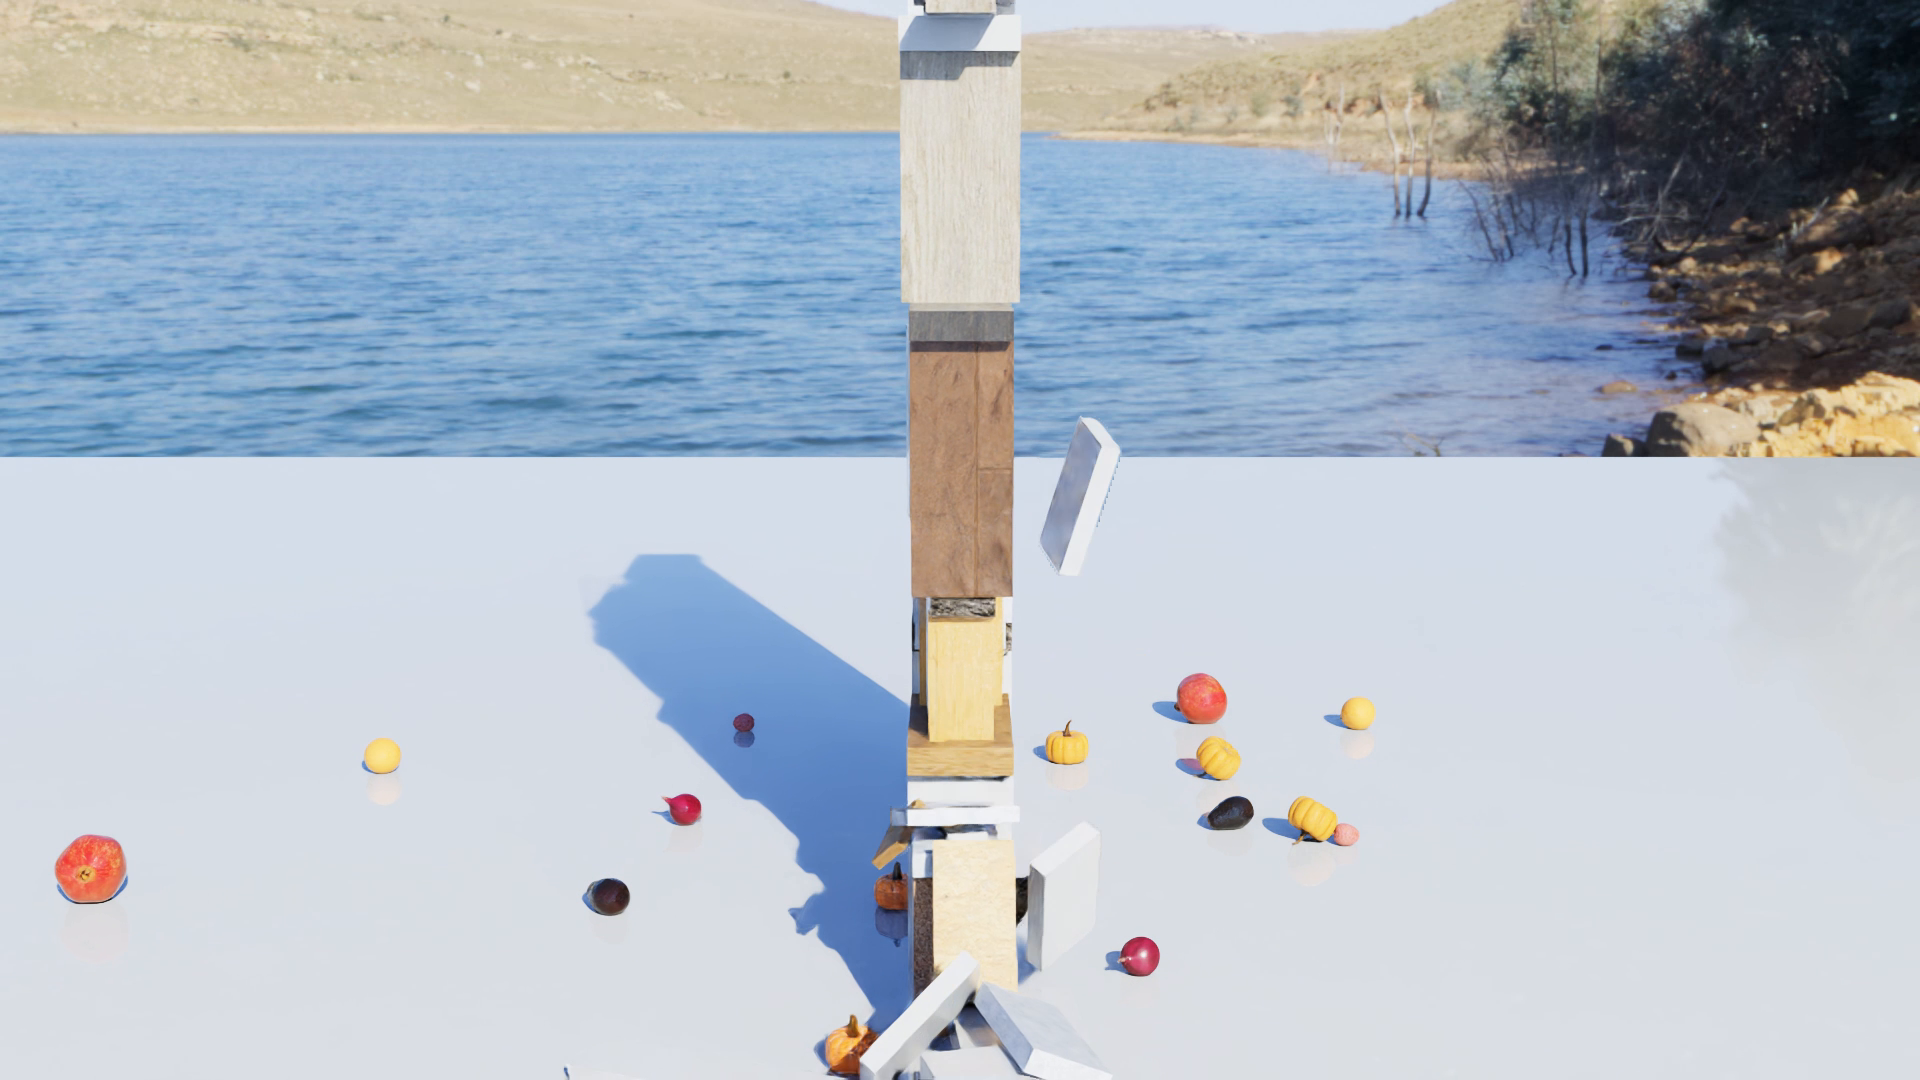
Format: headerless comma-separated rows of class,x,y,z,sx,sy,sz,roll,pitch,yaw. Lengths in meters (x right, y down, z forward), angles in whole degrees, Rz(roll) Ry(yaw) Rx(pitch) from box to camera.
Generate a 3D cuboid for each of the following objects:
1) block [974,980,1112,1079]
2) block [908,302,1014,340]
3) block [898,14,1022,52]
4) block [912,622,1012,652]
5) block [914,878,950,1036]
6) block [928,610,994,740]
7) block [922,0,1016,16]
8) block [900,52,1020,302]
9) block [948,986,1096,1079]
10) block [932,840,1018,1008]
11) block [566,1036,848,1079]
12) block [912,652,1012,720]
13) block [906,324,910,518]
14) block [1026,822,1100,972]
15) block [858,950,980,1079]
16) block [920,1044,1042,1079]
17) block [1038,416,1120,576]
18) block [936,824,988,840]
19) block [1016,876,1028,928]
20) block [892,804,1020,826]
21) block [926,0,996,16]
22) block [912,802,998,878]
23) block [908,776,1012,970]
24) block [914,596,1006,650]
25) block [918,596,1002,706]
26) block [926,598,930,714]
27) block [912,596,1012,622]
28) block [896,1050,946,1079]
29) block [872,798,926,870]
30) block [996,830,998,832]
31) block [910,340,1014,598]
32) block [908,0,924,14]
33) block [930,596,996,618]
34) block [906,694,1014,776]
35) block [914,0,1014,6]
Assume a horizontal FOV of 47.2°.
block,0.101,0.624,2.756,0.111,0.031,0.221,23,3,-18
block,0.000,-0.331,3.271,0.149,0.042,0.299,0,11,-1
block,-0.004,-0.763,3.340,0.176,0.050,0.353,0,11,-1
block,0.003,0.138,4.032,0.176,0.050,0.353,0,11,0
block,-0.005,0.576,3.085,0.120,0.239,0.034,0,9,-2
block,0.001,0.202,3.269,0.096,0.193,0.027,0,11,-1
block,0.014,-0.916,3.608,0.153,0.043,0.306,0,-8,1
block,0.000,-0.538,3.265,0.176,0.365,0.050,0,11,-1
block,0.083,0.669,2.849,0.170,0.048,0.339,-1,11,-6
block,0.019,0.518,2.970,0.111,0.221,0.031,0,-22,-1
block,-0.292,0.704,2.842,0.505,0.023,0.081,1,18,33
block,0.003,0.358,3.952,0.176,0.353,0.050,0,11,0
block,-0.007,-0.185,3.415,0.149,0.299,0.042,-1,11,-7
block,0.147,0.513,3.157,0.111,0.221,0.031,-33,52,-31
block,-0.052,0.623,2.823,0.028,0.099,0.197,37,63,21
block,0.044,0.670,2.614,0.124,0.035,0.247,-3,11,-15
block,0.164,-0.060,3.052,0.028,0.197,0.099,8,24,-21
block,-0.001,0.406,3.116,0.057,0.016,0.113,-2,11,-12
block,0.077,0.526,3.175,0.057,0.113,0.016,-6,50,-34
block,-0.007,0.383,3.058,0.161,0.023,0.081,0,-6,-18
block,0.002,-0.768,3.155,0.099,0.028,0.197,0,11,0
block,-0.008,0.427,3.142,0.120,0.034,0.239,0,10,-1
block,0.000,0.494,3.328,0.157,0.314,0.044,0,11,0
block,-0.002,-0.107,3.730,0.155,0.589,0.044,0,11,0
block,0.001,0.129,3.468,0.131,0.263,0.037,0,11,-1
block,-0.002,0.176,3.409,0.096,0.193,0.027,-3,11,-17
block,0.004,-0.031,3.852,0.174,0.348,0.049,0,11,0
block,0.003,0.793,2.442,0.170,0.048,0.995,0,11,0
block,-0.087,0.419,3.138,0.057,0.016,0.113,-42,9,29
block,-0.004,0.548,3.239,0.120,0.239,0.034,0,11,0
block,0.002,-0.106,3.213,0.149,0.379,0.042,0,11,-1
block,-0.002,-0.956,3.979,0.177,0.050,0.355,0,11,0
block,0.004,0.082,3.312,0.096,0.027,0.193,0,11,0
block,0.000,0.298,3.399,0.157,0.044,0.314,0,11,0
block,0.005,-0.846,3.363,0.153,0.043,0.373,0,11,-1
